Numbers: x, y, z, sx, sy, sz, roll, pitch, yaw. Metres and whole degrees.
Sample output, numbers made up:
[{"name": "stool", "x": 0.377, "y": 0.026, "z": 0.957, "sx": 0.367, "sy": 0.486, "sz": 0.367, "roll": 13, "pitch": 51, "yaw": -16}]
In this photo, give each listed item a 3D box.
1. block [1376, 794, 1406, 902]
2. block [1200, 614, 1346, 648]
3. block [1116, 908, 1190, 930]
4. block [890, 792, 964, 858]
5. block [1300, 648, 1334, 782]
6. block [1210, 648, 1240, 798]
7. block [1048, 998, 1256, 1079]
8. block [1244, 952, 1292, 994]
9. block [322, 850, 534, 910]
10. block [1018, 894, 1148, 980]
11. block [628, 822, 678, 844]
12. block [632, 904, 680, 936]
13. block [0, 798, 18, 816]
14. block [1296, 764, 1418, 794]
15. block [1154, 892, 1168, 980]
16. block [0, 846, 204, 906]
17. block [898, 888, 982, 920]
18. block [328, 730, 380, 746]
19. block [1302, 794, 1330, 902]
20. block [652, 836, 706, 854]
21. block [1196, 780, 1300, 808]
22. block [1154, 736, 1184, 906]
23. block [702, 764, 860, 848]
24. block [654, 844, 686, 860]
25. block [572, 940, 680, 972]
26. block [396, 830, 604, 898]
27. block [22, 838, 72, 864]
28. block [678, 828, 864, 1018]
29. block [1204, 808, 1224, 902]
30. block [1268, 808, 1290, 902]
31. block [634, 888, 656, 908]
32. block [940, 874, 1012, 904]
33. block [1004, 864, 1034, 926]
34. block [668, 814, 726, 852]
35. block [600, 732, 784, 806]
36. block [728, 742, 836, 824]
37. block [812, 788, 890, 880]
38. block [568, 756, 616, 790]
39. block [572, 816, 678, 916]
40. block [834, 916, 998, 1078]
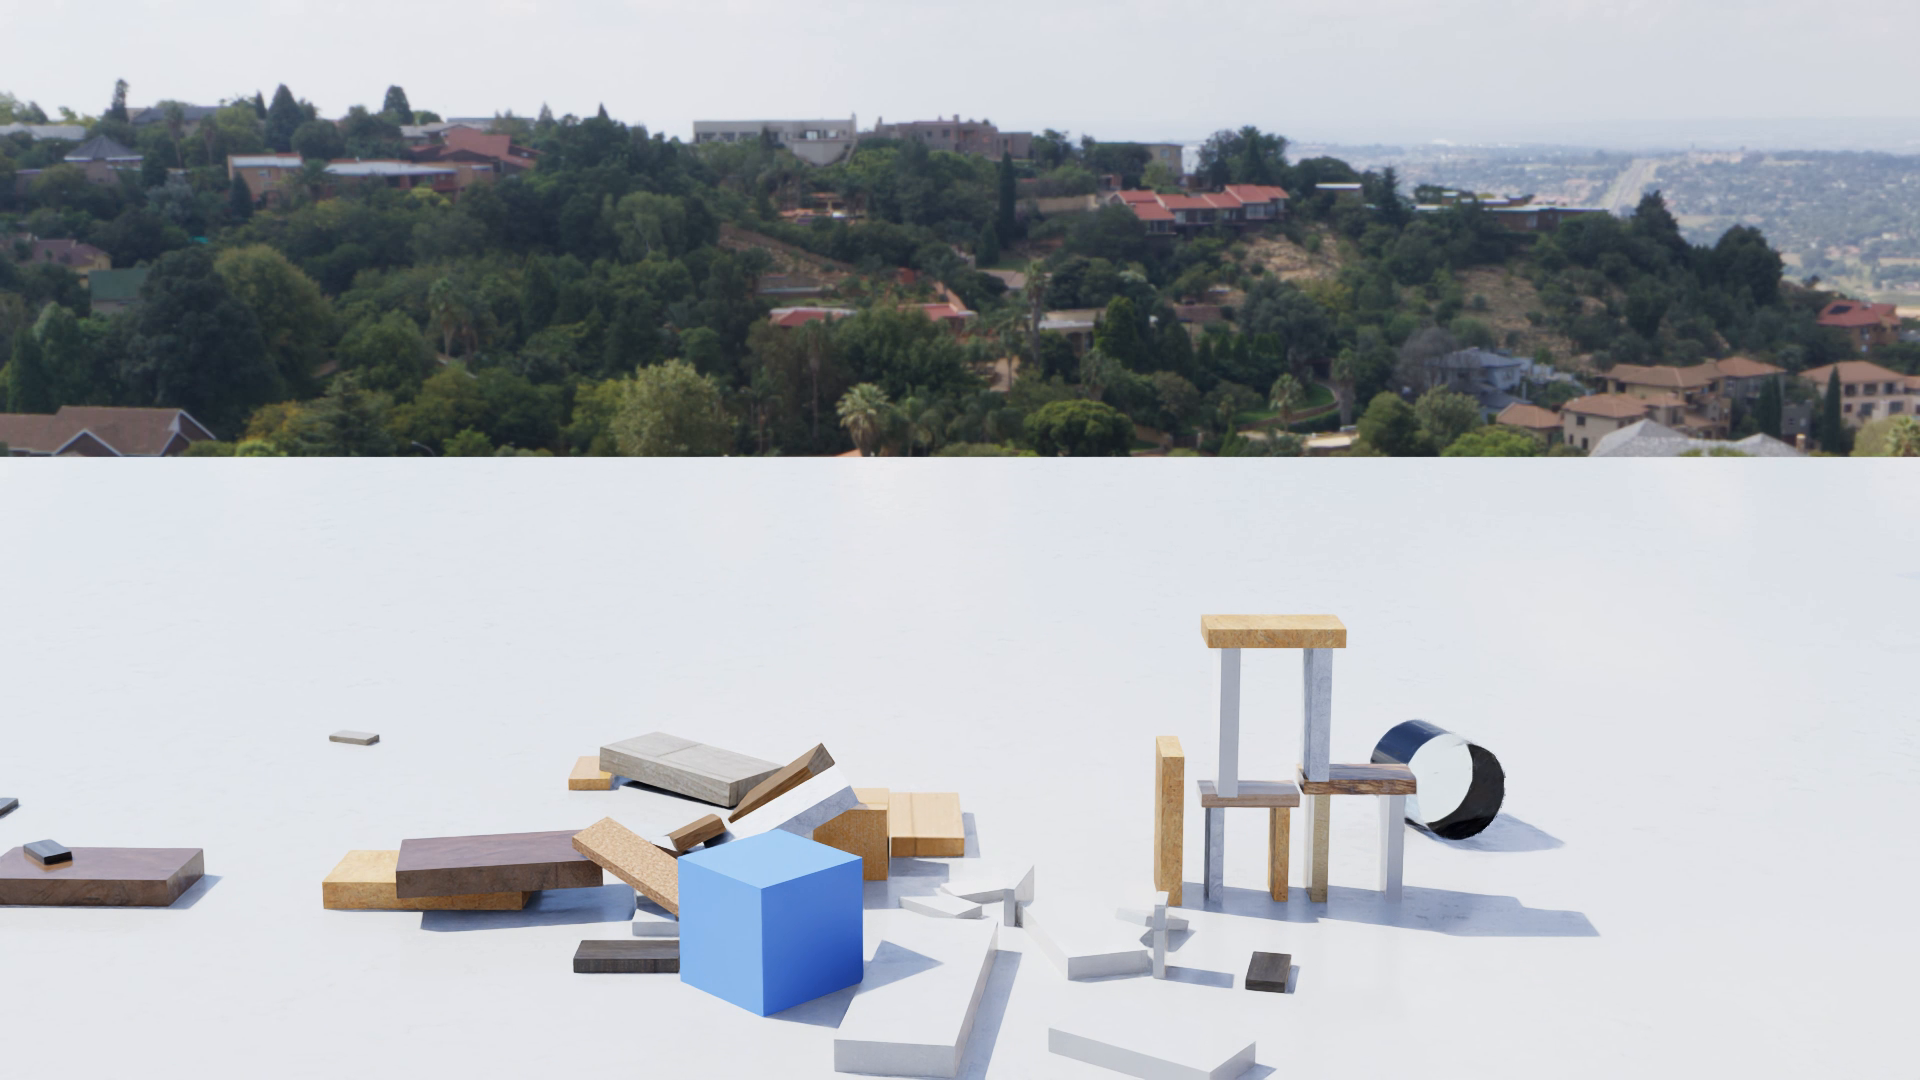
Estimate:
[{"name": "block", "x": 0.715, "y": 0.499, "z": 3.656, "sx": 0.026, "sy": 0.185, "sz": 0.092, "roll": 0, "pitch": 11, "yaw": 0}, {"name": "block", "x": 0.510, "y": 0.149, "z": 3.588, "sx": 0.222, "sy": 0.031, "sz": 0.111, "roll": 0, "pitch": 11, "yaw": 0}, {"name": "block", "x": 0.304, "y": 0.599, "z": 3.475, "sx": 0.059, "sy": 0.017, "sz": 0.117, "roll": 10, "pitch": -4, "yaw": 42}, {"name": "block", "x": -0.062, "y": 0.514, "z": 3.980, "sx": 0.129, "sy": 0.037, "sz": 0.258, "roll": 1, "pitch": 11, "yaw": -3}, {"name": "block", "x": 0.584, "y": 0.273, "z": 3.611, "sx": 0.031, "sy": 0.222, "sz": 0.111, "roll": 0, "pitch": 11, "yaw": 0}, {"name": "block", "x": 0.436, "y": 0.287, "z": 3.613, "sx": 0.031, "sy": 0.249, "sz": 0.111, "roll": 0, "pitch": 11, "yaw": 0}, {"name": "block", "x": 0.262, "y": 0.694, "z": 3.013, "sx": 0.254, "sy": 0.036, "sz": 0.127, "roll": 7, "pitch": 13, "yaw": 35}, {"name": "block", "x": 0.464, "y": 0.649, "z": 3.306, "sx": 0.059, "sy": 0.017, "sz": 0.117, "roll": 2, "pitch": 11, "yaw": 13}, {"name": "block", "x": -0.877, "y": 0.566, "z": 3.671, "sx": 0.326, "sy": 0.046, "sz": 0.163, "roll": 0, "pitch": 11, "yaw": 1}, {"name": "block", "x": 0.189, "y": 0.617, "z": 3.427, "sx": 0.127, "sy": 0.036, "sz": 0.254, "roll": -3, "pitch": 11, "yaw": -15}, {"name": "block", "x": -0.583, "y": 0.537, "z": 3.888, "sx": 0.084, "sy": 0.024, "sz": 0.168, "roll": 7, "pitch": 13, "yaw": 33}, {"name": "block", "x": -0.374, "y": 0.606, "z": 3.517, "sx": 0.290, "sy": 0.024, "sz": 0.084, "roll": 0, "pitch": 11, "yaw": -1}, {"name": "block", "x": -1.803, "y": 0.501, "z": 4.110, "sx": 0.046, "sy": 0.013, "sz": 0.093, "roll": 0, "pitch": 11, "yaw": 2}, {"name": "block", "x": 0.654, "y": 0.395, "z": 3.636, "sx": 0.185, "sy": 0.026, "sz": 0.092, "roll": 0, "pitch": 11, "yaw": 0}, {"name": "block", "x": 0.303, "y": 0.596, "z": 3.317, "sx": 0.017, "sy": 0.117, "sz": 0.059, "roll": 2, "pitch": 11, "yaw": 10}, {"name": "block", "x": -1.459, "y": 0.563, "z": 3.687, "sx": 0.326, "sy": 0.046, "sz": 0.163, "roll": 0, "pitch": 11, "yaw": 2}, {"name": "block", "x": -0.032, "y": 0.597, "z": 3.584, "sx": 0.127, "sy": 0.018, "sz": 0.063, "roll": 10, "pitch": 14, "yaw": 42}, {"name": "block", "x": -1.264, "y": 0.413, "z": 4.589, "sx": 0.093, "sy": 0.013, "sz": 0.046, "roll": 4, "pitch": 11, "yaw": 21}, {"name": "block", "x": 0.592, "y": 0.499, "z": 3.656, "sx": 0.026, "sy": 0.185, "sz": 0.092, "roll": 0, "pitch": 11, "yaw": 0}, {"name": "block", "x": -0.403, "y": 0.546, "z": 3.805, "sx": 0.258, "sy": 0.037, "sz": 0.129, "roll": -1, "pitch": 11, "yaw": -8}, {"name": "block", "x": 0.476, "y": 0.420, "z": 3.639, "sx": 0.161, "sy": 0.023, "sz": 0.081, "roll": 0, "pitch": 11, "yaw": 0}, {"name": "block", "x": 0.347, "y": 0.464, "z": 3.650, "sx": 0.036, "sy": 0.254, "sz": 0.127, "roll": 0, "pitch": 11, "yaw": 0}, {"name": "block", "x": -0.301, "y": 0.471, "z": 3.674, "sx": 0.258, "sy": 0.037, "sz": 0.129, "roll": -29, "pitch": 15, "yaw": -8}, {"name": "block", "x": -0.491, "y": 0.529, "z": 3.684, "sx": 0.152, "sy": 0.022, "sz": 0.076, "roll": 15, "pitch": -11, "yaw": 14}, {"name": "block", "x": -0.505, "y": 0.636, "z": 3.360, "sx": 0.158, "sy": 0.022, "sz": 0.079, "roll": 0, "pitch": 11, "yaw": 0}, {"name": "block", "x": -0.753, "y": 0.530, "z": 3.613, "sx": 0.326, "sy": 0.046, "sz": 0.163, "roll": -2, "pitch": 11, "yaw": -10}, {"name": "block", "x": -1.544, "y": 0.527, "z": 3.720, "sx": 0.046, "sy": 0.013, "sz": 0.093, "roll": -10, "pitch": 14, "yaw": -42}, {"name": "block", "x": -0.281, "y": 0.565, "z": 3.273, "sx": 0.194, "sy": 0.194, "sz": 0.194, "roll": -10, "pitch": 15, "yaw": -44}, {"name": "block", "x": 0.422, "y": 0.510, "z": 3.657, "sx": 0.023, "sy": 0.161, "sz": 0.081, "roll": 0, "pitch": 11, "yaw": 0}, {"name": "block", "x": 0.530, "y": 0.510, "z": 3.657, "sx": 0.023, "sy": 0.161, "sz": 0.081, "roll": 0, "pitch": 11, "yaw": 0}, {"name": "block", "x": -0.462, "y": 0.584, "z": 3.642, "sx": 0.152, "sy": 0.022, "sz": 0.076, "roll": -2, "pitch": 11, "yaw": -12}, {"name": "block", "x": 0.038, "y": 0.583, "z": 3.660, "sx": 0.127, "sy": 0.018, "sz": 0.063, "roll": -5, "pitch": 12, "yaw": -24}, {"name": "block", "x": 0.096, "y": 0.576, "z": 3.571, "sx": 0.018, "sy": 0.063, "sz": 0.127, "roll": 3, "pitch": 11, "yaw": 16}, {"name": "block", "x": -0.446, "y": 0.495, "z": 3.722, "sx": 0.084, "sy": 0.024, "sz": 0.168, "roll": -25, "pitch": 1, "yaw": -12}, {"name": "block", "x": -0.522, "y": 0.442, "z": 4.270, "sx": 0.329, "sy": 0.047, "sz": 0.165, "roll": 11, "pitch": 12, "yaw": 33}, {"name": "block", "x": -0.316, "y": 0.448, "z": 3.942, "sx": 0.165, "sy": 0.047, "sz": 0.329, "roll": -34, "pitch": 1, "yaw": 2}, {"name": "block", "x": -0.186, "y": 0.505, "z": 3.784, "sx": 0.125, "sy": 0.125, "sz": 0.125, "roll": 0, "pitch": 11, "yaw": 0}, {"name": "block", "x": -0.719, "y": 0.457, "z": 4.322, "sx": 0.079, "sy": 0.022, "sz": 0.158, "roll": 0, "pitch": 11, "yaw": -2}, {"name": "block", "x": -0.466, "y": 0.547, "z": 3.512, "sx": 0.357, "sy": 0.022, "sz": 0.079, "roll": 26, "pitch": 35, "yaw": 29}, {"name": "block", "x": -0.056, "y": 0.655, "z": 3.192, "sx": 0.165, "sy": 0.047, "sz": 0.479, "roll": 1, "pitch": 11, "yaw": 8}]
